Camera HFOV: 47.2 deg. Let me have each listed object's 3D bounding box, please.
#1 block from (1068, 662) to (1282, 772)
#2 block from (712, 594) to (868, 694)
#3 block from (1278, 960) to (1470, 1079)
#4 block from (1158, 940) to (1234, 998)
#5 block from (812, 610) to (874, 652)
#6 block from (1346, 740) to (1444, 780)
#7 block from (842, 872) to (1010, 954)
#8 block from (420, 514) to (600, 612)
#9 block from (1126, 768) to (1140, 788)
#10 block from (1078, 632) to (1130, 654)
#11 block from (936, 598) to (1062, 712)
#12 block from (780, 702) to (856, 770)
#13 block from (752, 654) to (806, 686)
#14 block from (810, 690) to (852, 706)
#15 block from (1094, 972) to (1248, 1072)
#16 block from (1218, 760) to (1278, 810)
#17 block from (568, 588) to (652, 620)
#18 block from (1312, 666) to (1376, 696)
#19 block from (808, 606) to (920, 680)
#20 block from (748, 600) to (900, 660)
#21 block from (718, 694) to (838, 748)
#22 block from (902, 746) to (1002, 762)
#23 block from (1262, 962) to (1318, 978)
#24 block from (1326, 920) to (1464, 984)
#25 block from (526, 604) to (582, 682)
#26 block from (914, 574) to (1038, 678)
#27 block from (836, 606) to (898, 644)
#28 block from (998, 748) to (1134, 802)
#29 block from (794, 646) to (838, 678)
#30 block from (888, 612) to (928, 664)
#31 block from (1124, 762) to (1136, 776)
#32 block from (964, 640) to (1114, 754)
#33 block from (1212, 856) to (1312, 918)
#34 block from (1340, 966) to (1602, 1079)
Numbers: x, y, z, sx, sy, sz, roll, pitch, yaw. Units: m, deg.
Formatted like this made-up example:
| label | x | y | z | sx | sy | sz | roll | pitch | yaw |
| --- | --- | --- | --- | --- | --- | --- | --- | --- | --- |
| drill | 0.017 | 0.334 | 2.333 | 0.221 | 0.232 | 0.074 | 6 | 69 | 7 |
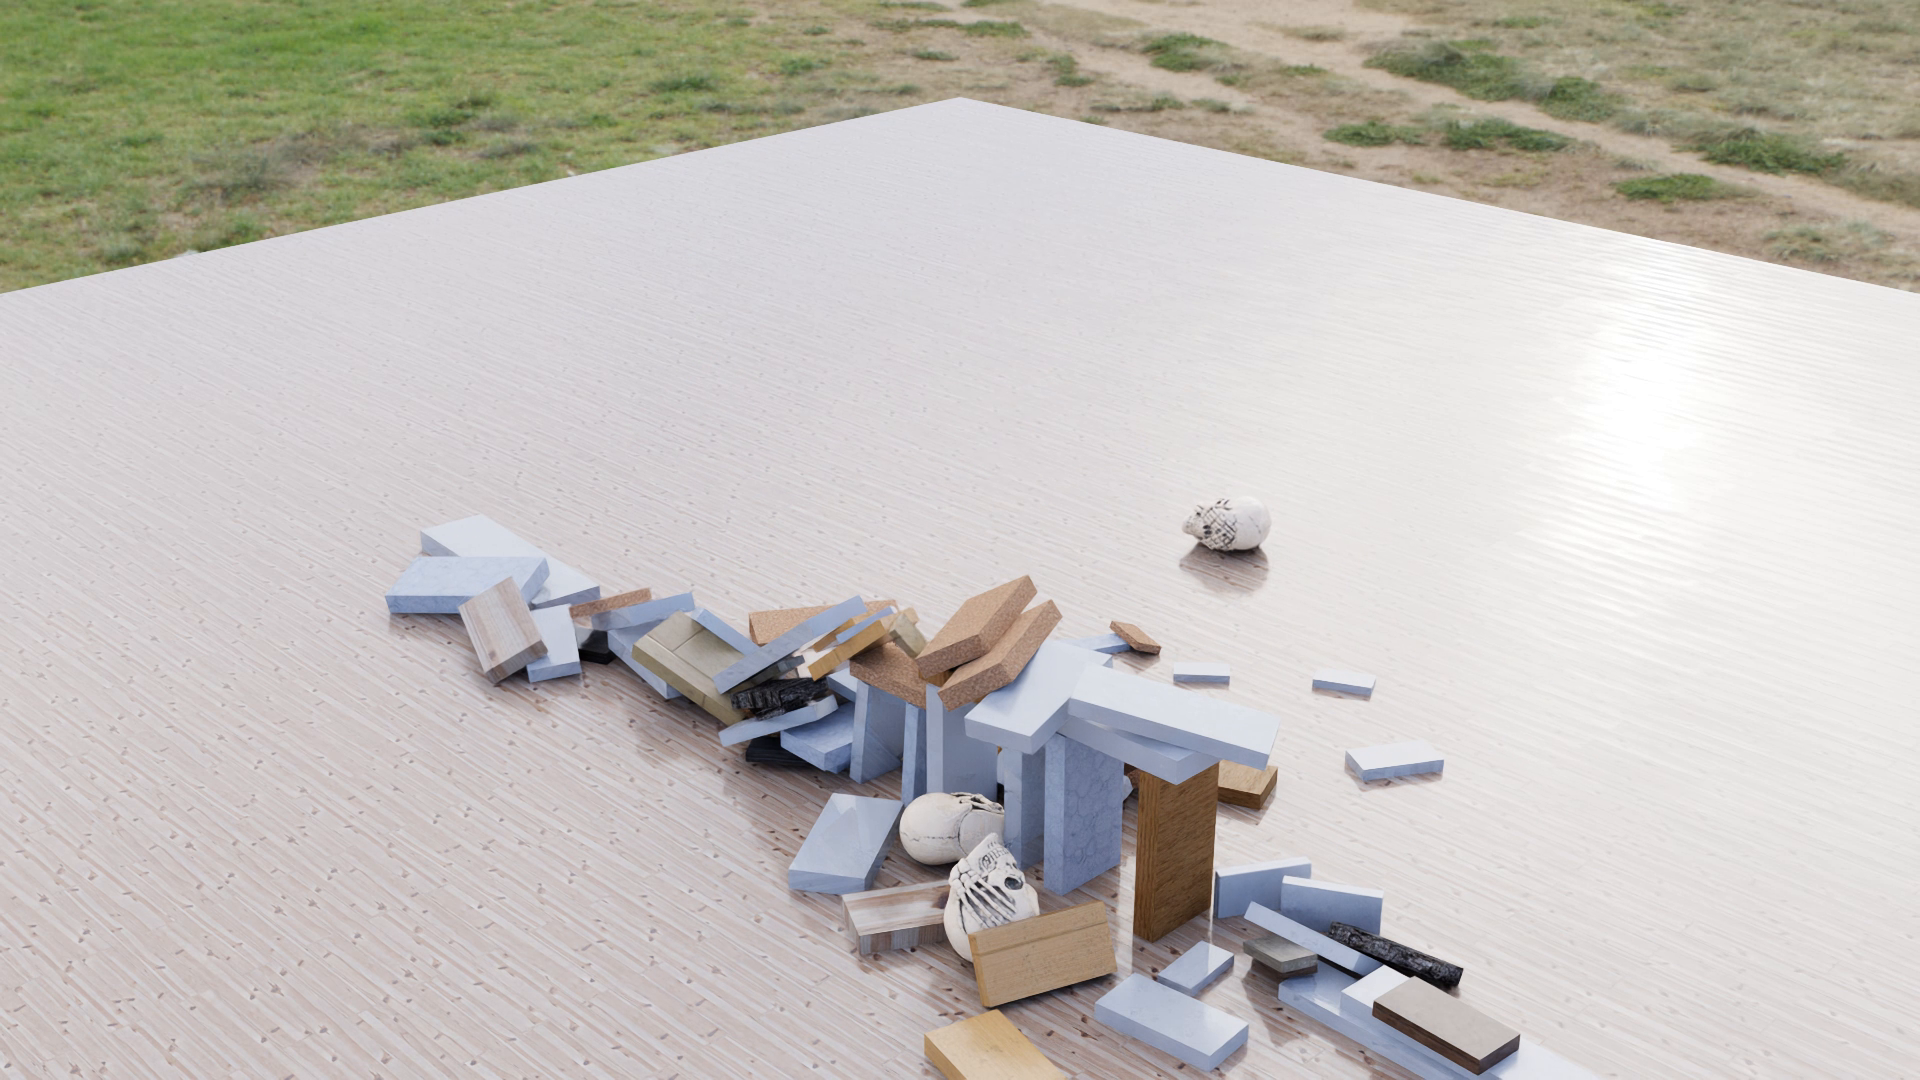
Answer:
| label | x | y | z | sx | sy | sz | roll | pitch | yaw |
| --- | --- | --- | --- | --- | --- | --- | --- | --- | --- |
| block | 0.385 | 0.315 | 3.943 | 0.364 | 0.036 | 0.127 | 15 | 31 | 11 |
| block | -0.364 | 0.224 | 4.654 | 0.144 | 0.041 | 0.440 | -26 | -3 | -37 |
| block | 0.898 | 0.902 | 3.595 | 0.109 | 0.031 | 0.877 | -20 | 30 | -39 |
| block | 0.422 | 0.766 | 3.929 | 0.071 | 0.020 | 0.141 | 18 | 29 | 36 |
| block | -0.238 | 0.188 | 4.515 | 0.134 | 0.019 | 0.067 | -35 | -10 | 38 |
| block | 0.916 | 0.463 | 4.635 | 0.183 | 0.026 | 0.091 | -6 | 24 | -13 |
| block | -0.064 | 0.691 | 4.079 | 0.286 | 0.041 | 0.143 | -6 | 24 | -15 |
| block | -1.139 | 0.066 | 5.541 | 0.177 | 0.050 | 0.598 | -18 | 29 | -36 |
| block | 0.380 | 0.448 | 4.575 | 0.130 | 0.037 | 0.261 | -23 | 10 | 32 |
| block | 0.327 | 0.247 | 5.155 | 0.128 | 0.018 | 0.064 | -9 | 24 | -19 |
| block | 0.079 | 0.217 | 4.176 | 0.150 | 0.042 | 0.300 | -28 | 9 | 29 |
| block | -0.222 | 0.399 | 4.659 | 0.289 | 0.041 | 0.144 | -19 | 30 | -39 |
| block | -0.396 | 0.285 | 4.786 | 0.067 | 0.019 | 0.134 | -20 | -6 | -35 |
| block | -0.204 | 0.328 | 4.808 | 0.293 | 0.147 | 0.042 | -19 | 69 | -37 |
| block | 0.362 | 0.825 | 3.773 | 0.238 | 0.034 | 0.119 | 18 | 29 | 36 |
| block | 0.518 | 0.490 | 4.560 | 0.254 | 0.036 | 0.127 | 10 | 25 | 22 |
| block | -0.827 | 0.149 | 5.204 | 0.103 | 0.029 | 0.207 | -13 | 1 | 22 |
| block | 0.871 | 0.320 | 4.984 | 0.133 | 0.019 | 0.067 | 8 | 24 | 18 |
| block | -0.197 | 0.212 | 4.488 | 0.229 | 0.032 | 0.114 | -34 | -9 | 36 |
| block | -0.311 | 0.214 | 5.192 | 0.354 | 0.050 | 0.177 | -5 | 23 | -11 |
| block | -0.383 | 0.381 | 4.639 | 0.229 | 0.032 | 0.114 | -17 | 2 | 20 |
| block | -0.015 | 0.451 | 4.586 | 0.203 | 0.029 | 0.101 | 17 | 68 | 34 |
| block | 0.579 | 0.746 | 3.922 | 0.071 | 0.020 | 0.141 | -7 | 7 | -11 |
| block | 0.775 | 0.735 | 3.919 | 0.219 | 0.031 | 0.109 | 17 | -5 | 35 |
| block | -0.948 | 0.237 | 5.093 | 0.118 | 0.034 | 0.237 | -11 | 34 | -9 |
| block | 0.034 | 0.167 | 4.302 | 0.150 | 0.042 | 0.300 | -24 | 11 | 28 |
| block | -0.187 | 0.173 | 4.454 | 0.126 | 0.018 | 0.063 | -29 | -7 | 5 |
| block | 0.196 | 0.489 | 4.454 | 0.279 | 0.040 | 0.139 | 24 | 61 | 36 |
| block | -0.307 | 0.310 | 4.987 | 0.118 | 0.034 | 0.237 | -4 | 23 | -9 |
| block | -0.088 | 0.211 | 4.401 | 0.018 | 0.126 | 0.063 | -33 | 16 | 30 |
| block | 0.360 | 0.418 | 4.565 | 0.130 | 0.037 | 0.261 | -28 | 8 | 2 |
| block | 0.148 | 0.286 | 4.047 | 0.143 | 0.041 | 0.286 | 13 | 35 | 32 |
| block | 0.566 | 0.650 | 4.113 | 0.183 | 0.091 | 0.026 | -6 | 24 | -14 |
| block | 0.853 | 0.841 | 3.656 | 0.119 | 0.034 | 0.464 | -19 | 30 | -38 |
